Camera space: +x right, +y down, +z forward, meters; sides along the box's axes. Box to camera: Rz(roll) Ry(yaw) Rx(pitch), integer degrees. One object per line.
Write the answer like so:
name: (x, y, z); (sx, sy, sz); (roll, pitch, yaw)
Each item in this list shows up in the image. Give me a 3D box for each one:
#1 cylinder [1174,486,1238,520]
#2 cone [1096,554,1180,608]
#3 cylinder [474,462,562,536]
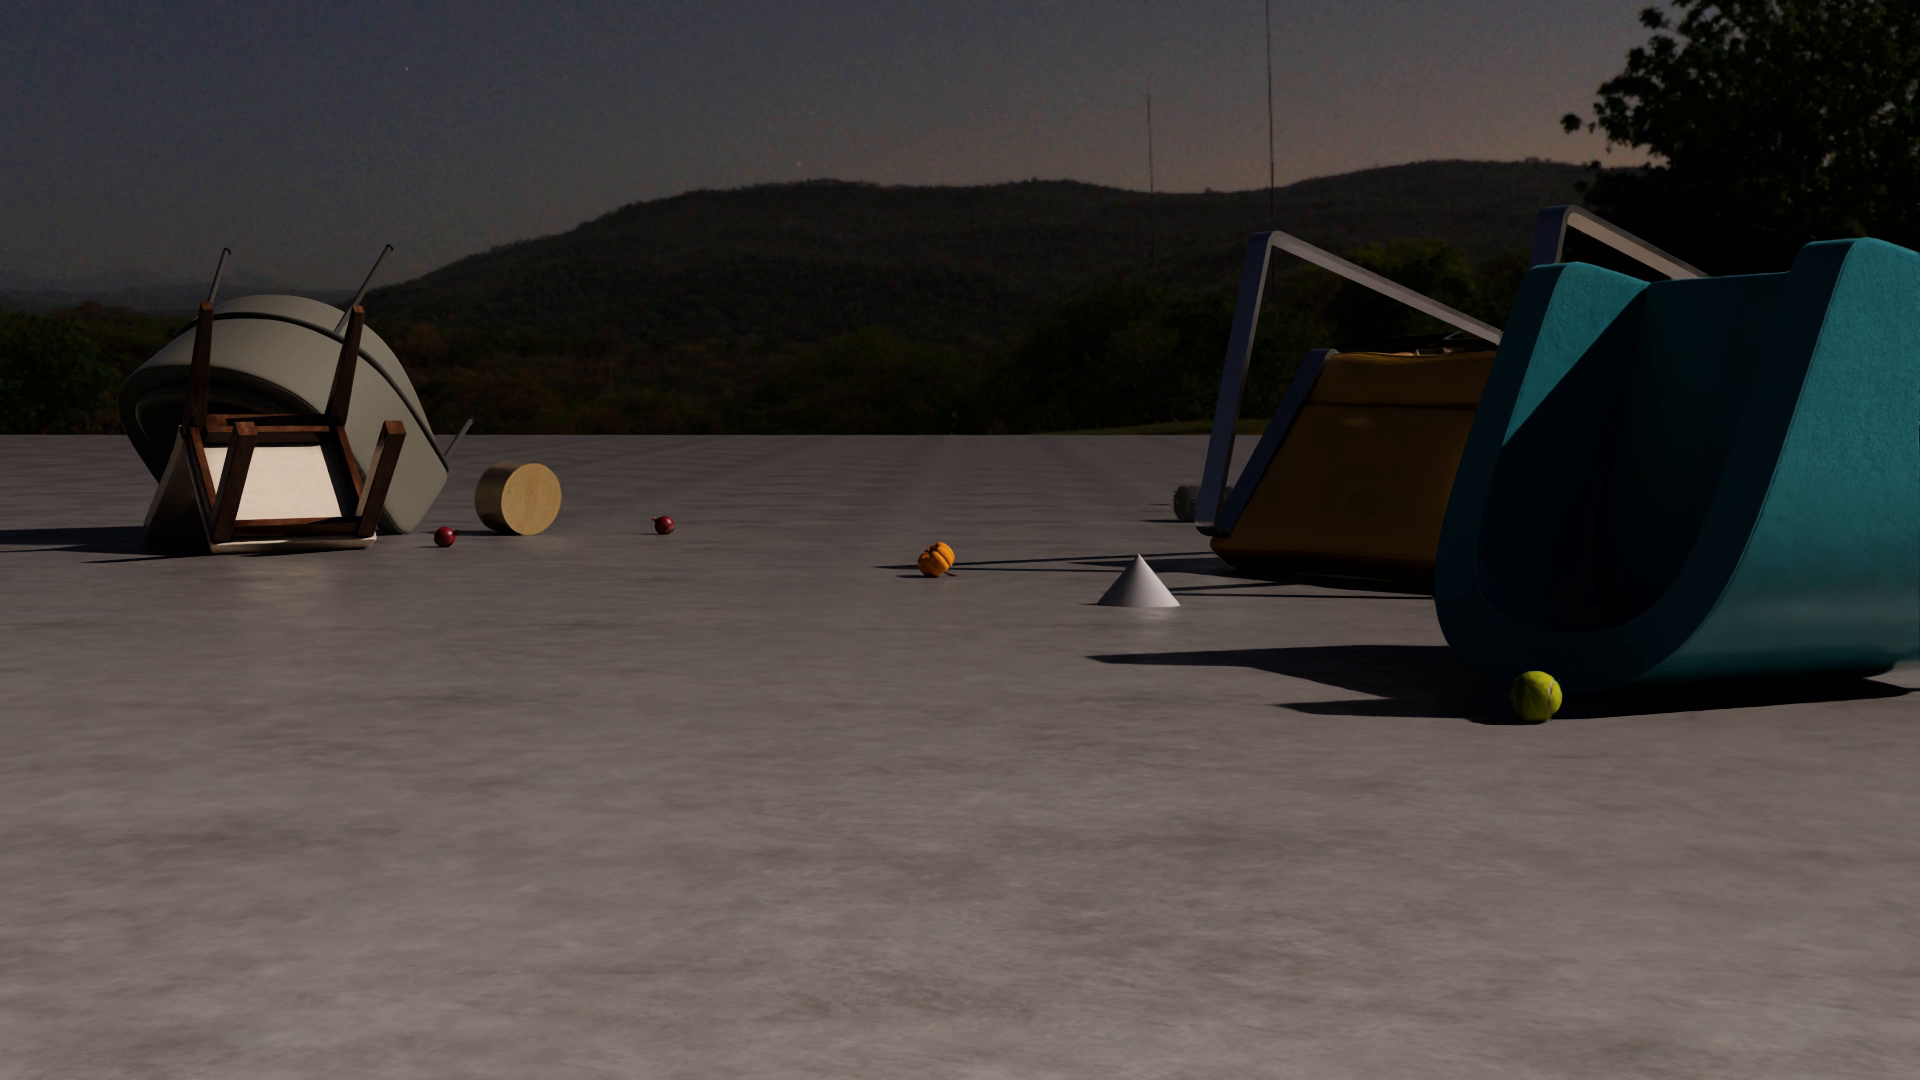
cylinder: (0.836, -0.124, 7.499); (0.166, 0.116, 0.184); (-1, -2, -12)
cone: (0.372, 0.081, 4.583); (0.176, 0.107, 0.116); (1, 4, 7)
cylinder: (-1.375, -0.131, 6.840); (0.195, 0.224, 0.210); (19, -8, -34)
